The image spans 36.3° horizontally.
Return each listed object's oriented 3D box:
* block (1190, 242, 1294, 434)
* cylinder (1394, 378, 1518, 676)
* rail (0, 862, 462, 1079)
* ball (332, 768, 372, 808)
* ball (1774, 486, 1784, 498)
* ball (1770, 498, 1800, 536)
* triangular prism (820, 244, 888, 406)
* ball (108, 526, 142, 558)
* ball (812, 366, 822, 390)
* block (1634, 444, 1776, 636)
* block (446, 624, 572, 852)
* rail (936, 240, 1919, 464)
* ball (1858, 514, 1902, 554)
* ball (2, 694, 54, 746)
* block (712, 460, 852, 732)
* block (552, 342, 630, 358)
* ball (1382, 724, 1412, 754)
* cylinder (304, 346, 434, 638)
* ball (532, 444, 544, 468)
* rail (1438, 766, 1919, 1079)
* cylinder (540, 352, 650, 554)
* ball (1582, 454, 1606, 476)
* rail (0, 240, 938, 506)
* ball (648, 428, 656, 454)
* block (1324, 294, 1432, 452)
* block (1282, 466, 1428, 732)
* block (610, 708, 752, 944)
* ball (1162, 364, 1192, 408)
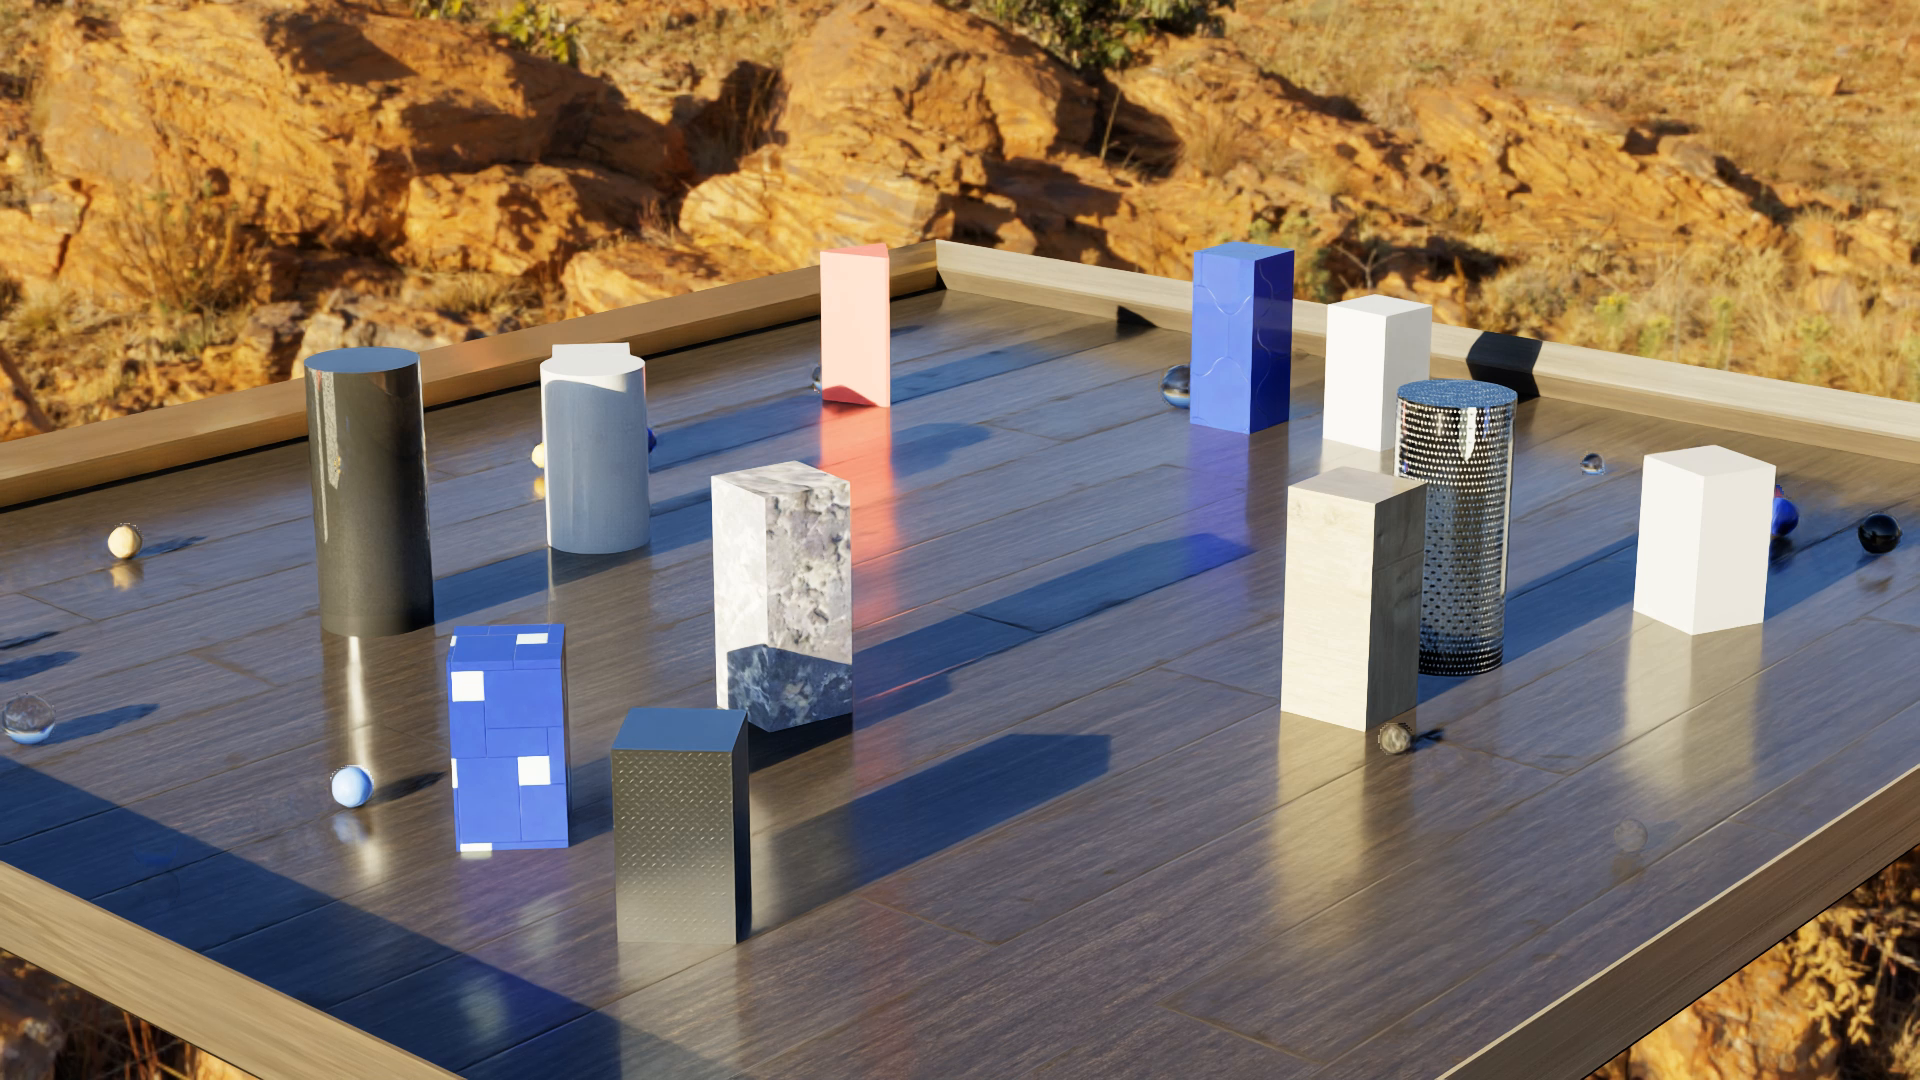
[{"bbox_3d":[0.599,-0.431,6.226,0.152,0.371,0.152,13,21,37],"label":"block"},{"bbox_3d":[0.793,-0.021,4.740,0.190,0.445,0.190,0,17,0],"label":"cylinder"},{"bbox_3d":[-1.241,0.444,3.752,3.494,0.124,0.045,14,22,39],"label":"rail"},{"bbox_3d":[-0.866,0.352,4.177,0.057,0.057,0.057,0,17,0],"label":"ball"},{"bbox_3d":[1.520,-0.070,5.543,0.075,0.075,0.075,0,17,0],"label":"ball"},{"bbox_3d":[1.526,-0.044,5.461,0.072,0.072,0.072,0,17,0],"label":"ball"},{"bbox_3d":[-0.199,-0.478,6.451,0.165,0.331,0.143,8,19,25],"label":"triangular prism"},{"bbox_3d":[-1.516,0.004,5.324,0.059,0.059,0.059,0,17,0],"label":"ball"},{"bbox_3d":[-0.296,-0.359,6.509,0.062,0.062,0.062,0,17,0],"label":"ball"},{"bbox_3d":[1.261,-0.002,4.971,0.152,0.275,0.152,-8,19,-25],"label":"block"},{"bbox_3d":[-0.622,0.272,4.065,0.152,0.275,0.152,-1,17,-5],"label":"block"},{"bbox_3d":[1.241,-0.382,6.489,3.494,0.124,0.045,14,22,39],"label":"rail"},{"bbox_3d":[1.678,-0.011,5.348,0.075,0.075,0.075,0,17,0],"label":"ball"},{"bbox_3d":[-1.402,0.271,4.412,0.077,0.077,0.077,0,17,0],"label":"ball"},{"bbox_3d":[-0.273,0.085,4.517,0.152,0.372,0.152,-12,20,-34],"label":"block"},{"bbox_3d":[-0.734,-0.257,5.870,0.152,0.244,0.152,-2,17,-7],"label":"block"},{"bbox_3d":[0.651,0.298,4.375,0.046,0.046,0.046,0,17,0],"label":"ball"},{"bbox_3d":[-0.991,-0.082,4.927,0.190,0.454,0.190,0,17,0],"label":"cylinder"},{"bbox_3d":[-0.834,-0.168,5.883,0.049,0.049,0.049,0,17,0],"label":"ball"},{"bbox_3d":[1.301,0.358,4.039,0.045,0.124,3.833,14,22,39],"label":"rail"},{"bbox_3d":[-0.670,-0.161,5.398,0.190,0.333,0.190,0,17,0],"label":"cylinder"},{"bbox_3d":[1.266,-0.151,5.860,0.046,0.046,0.046,0,17,0],"label":"ball"},{"bbox_3d":[-1.301,-0.296,6.202,0.045,0.124,3.833,14,22,39],"label":"rail"},{"bbox_3d":[-0.653,-0.204,6.009,0.061,0.061,0.061,0,17,0],"label":"ball"},{"bbox_3d":[0.869,-0.349,6.104,0.152,0.285,0.152,-15,22,-41],"label":"block"},{"bbox_3d":[0.607,0.088,4.522,0.152,0.362,0.152,13,21,37],"label":"block"},{"bbox_3d":[-0.356,0.366,3.774,0.152,0.262,0.152,1,17,3],"label":"block"},{"bbox_3d":[0.485,-0.335,6.384,0.095,0.095,0.095,0,17,0],"label":"ball"}]
